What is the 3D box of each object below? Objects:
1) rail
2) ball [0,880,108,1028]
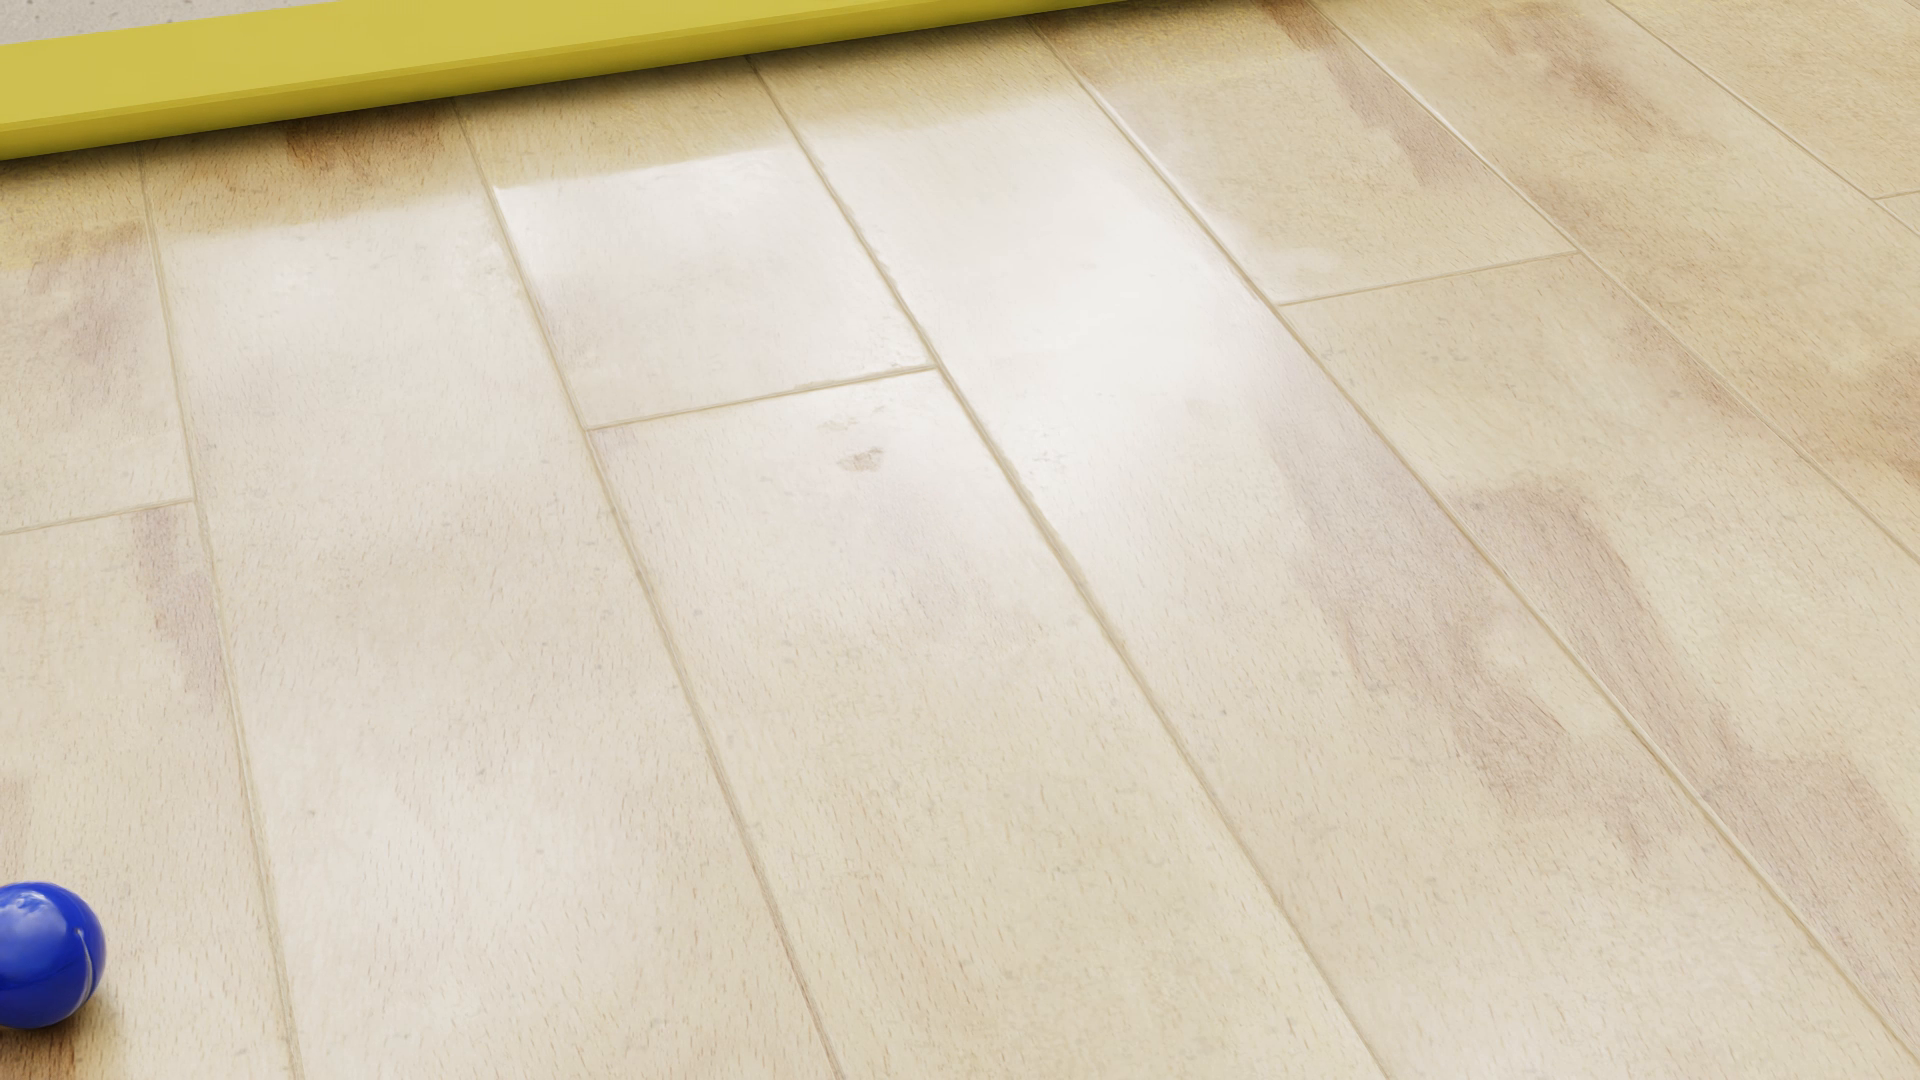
[{"bbox_3d":[0.415,-0.555,2.292,2.754,0.094,0.045,-11,37,-15],"label":"rail"},{"bbox_3d":[-0.456,0.203,1.258,0.072,0.072,0.072,0,36,0],"label":"ball"}]
